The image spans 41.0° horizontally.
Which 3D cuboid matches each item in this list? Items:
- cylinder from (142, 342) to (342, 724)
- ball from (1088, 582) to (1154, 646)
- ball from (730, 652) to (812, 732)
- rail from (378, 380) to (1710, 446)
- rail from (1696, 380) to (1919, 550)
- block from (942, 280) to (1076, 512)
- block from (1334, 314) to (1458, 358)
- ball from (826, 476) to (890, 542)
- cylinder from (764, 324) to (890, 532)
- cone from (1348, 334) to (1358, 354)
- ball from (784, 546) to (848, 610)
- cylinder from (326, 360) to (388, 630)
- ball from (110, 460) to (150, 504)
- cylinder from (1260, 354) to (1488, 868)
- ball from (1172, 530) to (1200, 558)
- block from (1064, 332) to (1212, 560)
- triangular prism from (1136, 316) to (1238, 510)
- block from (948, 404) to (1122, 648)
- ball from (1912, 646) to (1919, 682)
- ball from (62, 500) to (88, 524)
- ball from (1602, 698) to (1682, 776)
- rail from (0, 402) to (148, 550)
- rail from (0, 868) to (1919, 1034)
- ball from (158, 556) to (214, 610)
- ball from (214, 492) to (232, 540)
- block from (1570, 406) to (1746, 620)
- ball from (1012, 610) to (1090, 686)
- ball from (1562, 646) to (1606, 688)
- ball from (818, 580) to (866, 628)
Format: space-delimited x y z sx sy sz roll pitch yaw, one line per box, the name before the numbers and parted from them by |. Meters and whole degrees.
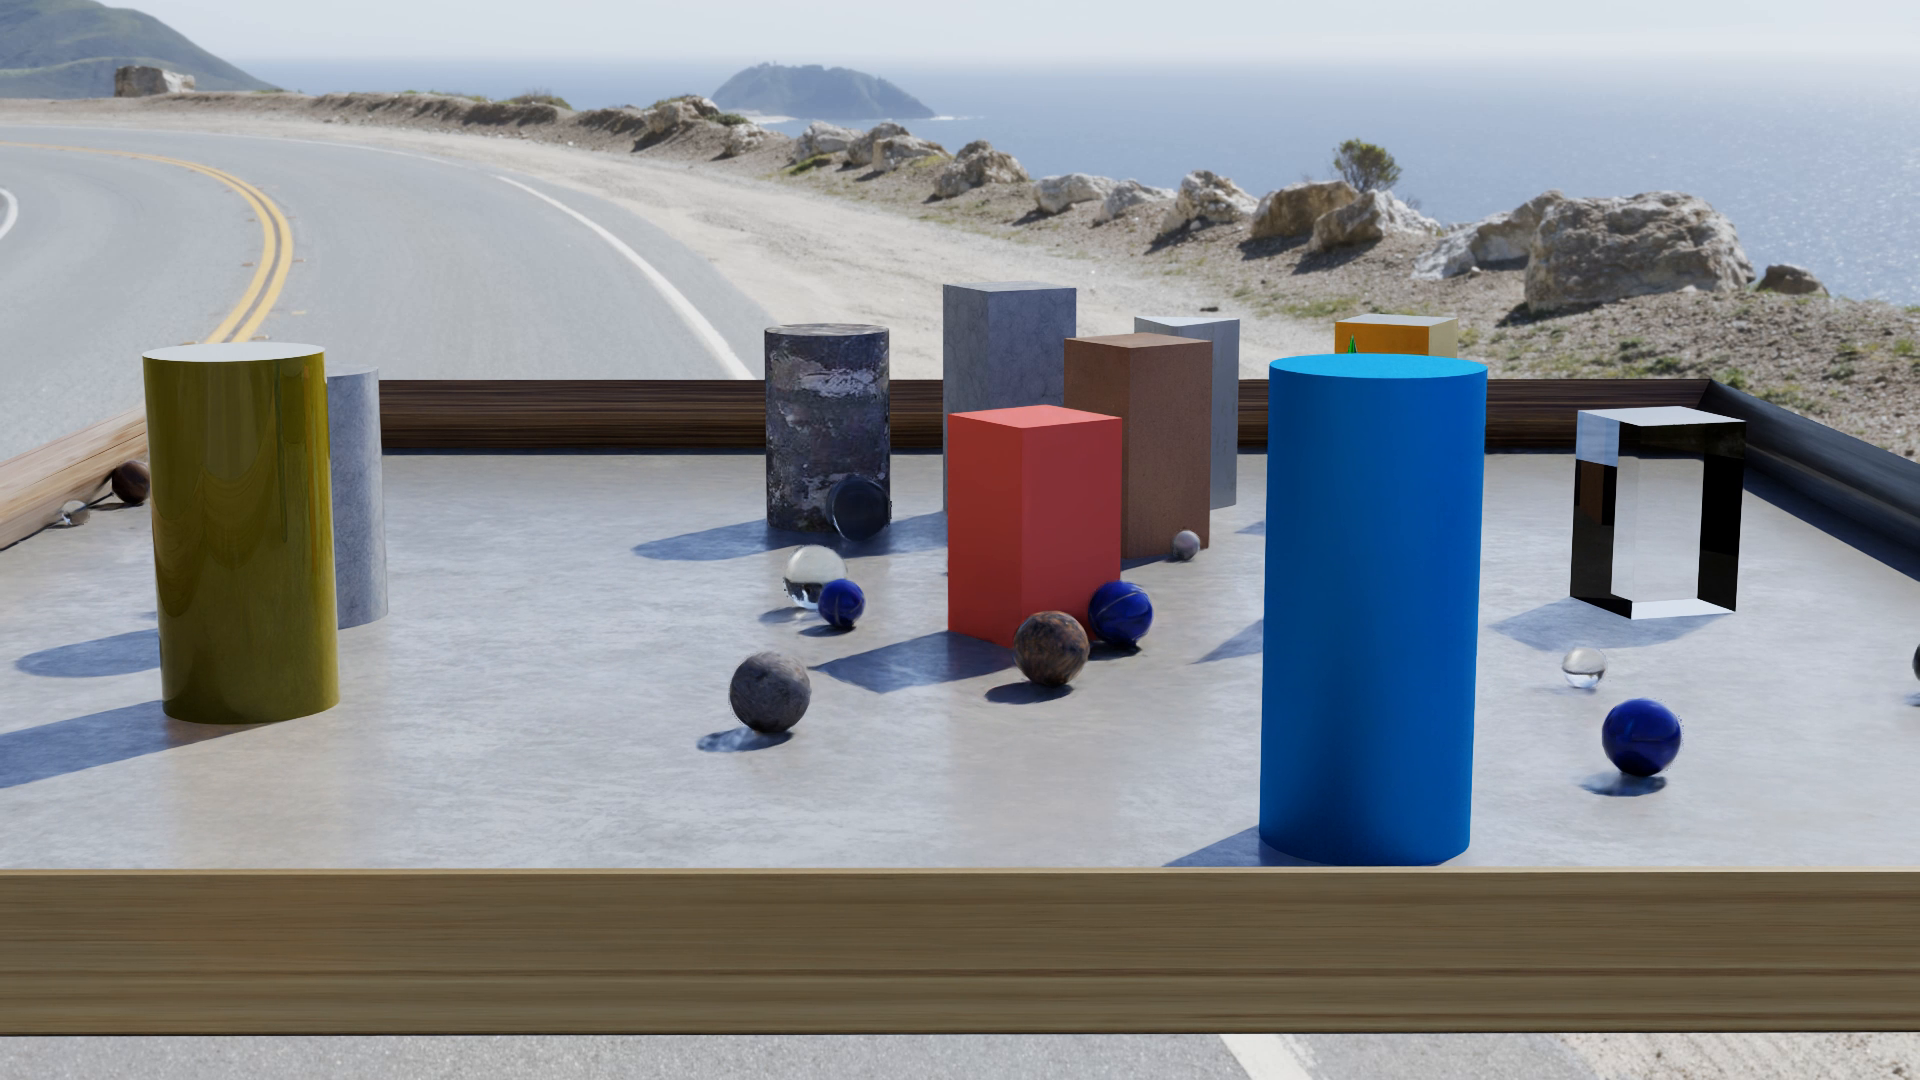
cylinder | -0.819 -0.012 2.934 0.200 0.408 0.200 0 10 0
ball | 0.204 0.094 3.254 0.083 0.083 0.083 0 10 0
ball | -0.210 0.168 2.835 0.090 0.090 0.090 0 10 0
rail | -0.009 -0.241 4.932 2.920 0.130 0.045 0 10 0
rail | 1.436 0.032 3.457 0.045 0.130 3.065 0 10 0
block | 0.080 -0.227 4.187 0.160 0.375 0.160 -5 12 -27
block | 0.727 -0.213 4.289 0.160 0.311 0.160 5 12 27
ball | -0.159 -0.048 3.978 0.100 0.100 0.100 0 10 0
cylinder | -0.213 -0.183 4.125 0.200 0.312 0.200 0 10 0
cone | 0.517 -0.085 3.411 0.200 0.379 0.200 0 10 0
ball | -0.195 0.051 3.473 0.088 0.088 0.088 0 10 0
cylinder | -0.869 -0.062 3.412 0.200 0.332 0.200 0 10 0
ball | -1.393 -0.098 4.323 0.073 0.073 0.073 0 10 0
cylinder | 0.387 0.061 2.416 0.200 0.453 0.200 0 10 0
ball | 0.339 0.007 3.841 0.042 0.042 0.042 0 10 0
block | 0.270 -0.147 3.915 0.160 0.317 0.160 -7 13 -34
triangular prism | 0.350 -0.212 4.275 0.150 0.313 0.173 9 14 41
block | 0.095 -0.019 3.313 0.160 0.284 0.160 -7 13 -35
ball | 1.155 0.145 3.008 0.072 0.072 0.072 0 10 0
ball | -1.422 -0.045 4.123 0.041 0.041 0.041 0 10 0
ball | 0.707 0.204 2.662 0.082 0.082 0.082 0 10 0
rail | -1.436 0.035 3.441 0.045 0.130 3.065 0 10 0
rail | 0.009 0.308 1.965 2.920 0.130 0.045 0 10 0
ball | -1.049 0.057 3.478 0.074 0.074 0.074 0 10 0
ball | -1.105 -0.037 3.958 0.086 0.086 0.086 0 10 0
block | 0.948 -0.040 3.493 0.160 0.260 0.160 -3 11 -17
ball | 0.108 0.128 3.047 0.091 0.091 0.091 0 10 0
ball | 0.739 0.151 3.039 0.050 0.050 0.050 0 10 0
ball | -0.155 0.083 3.370 0.063 0.063 0.063 0 10 0
